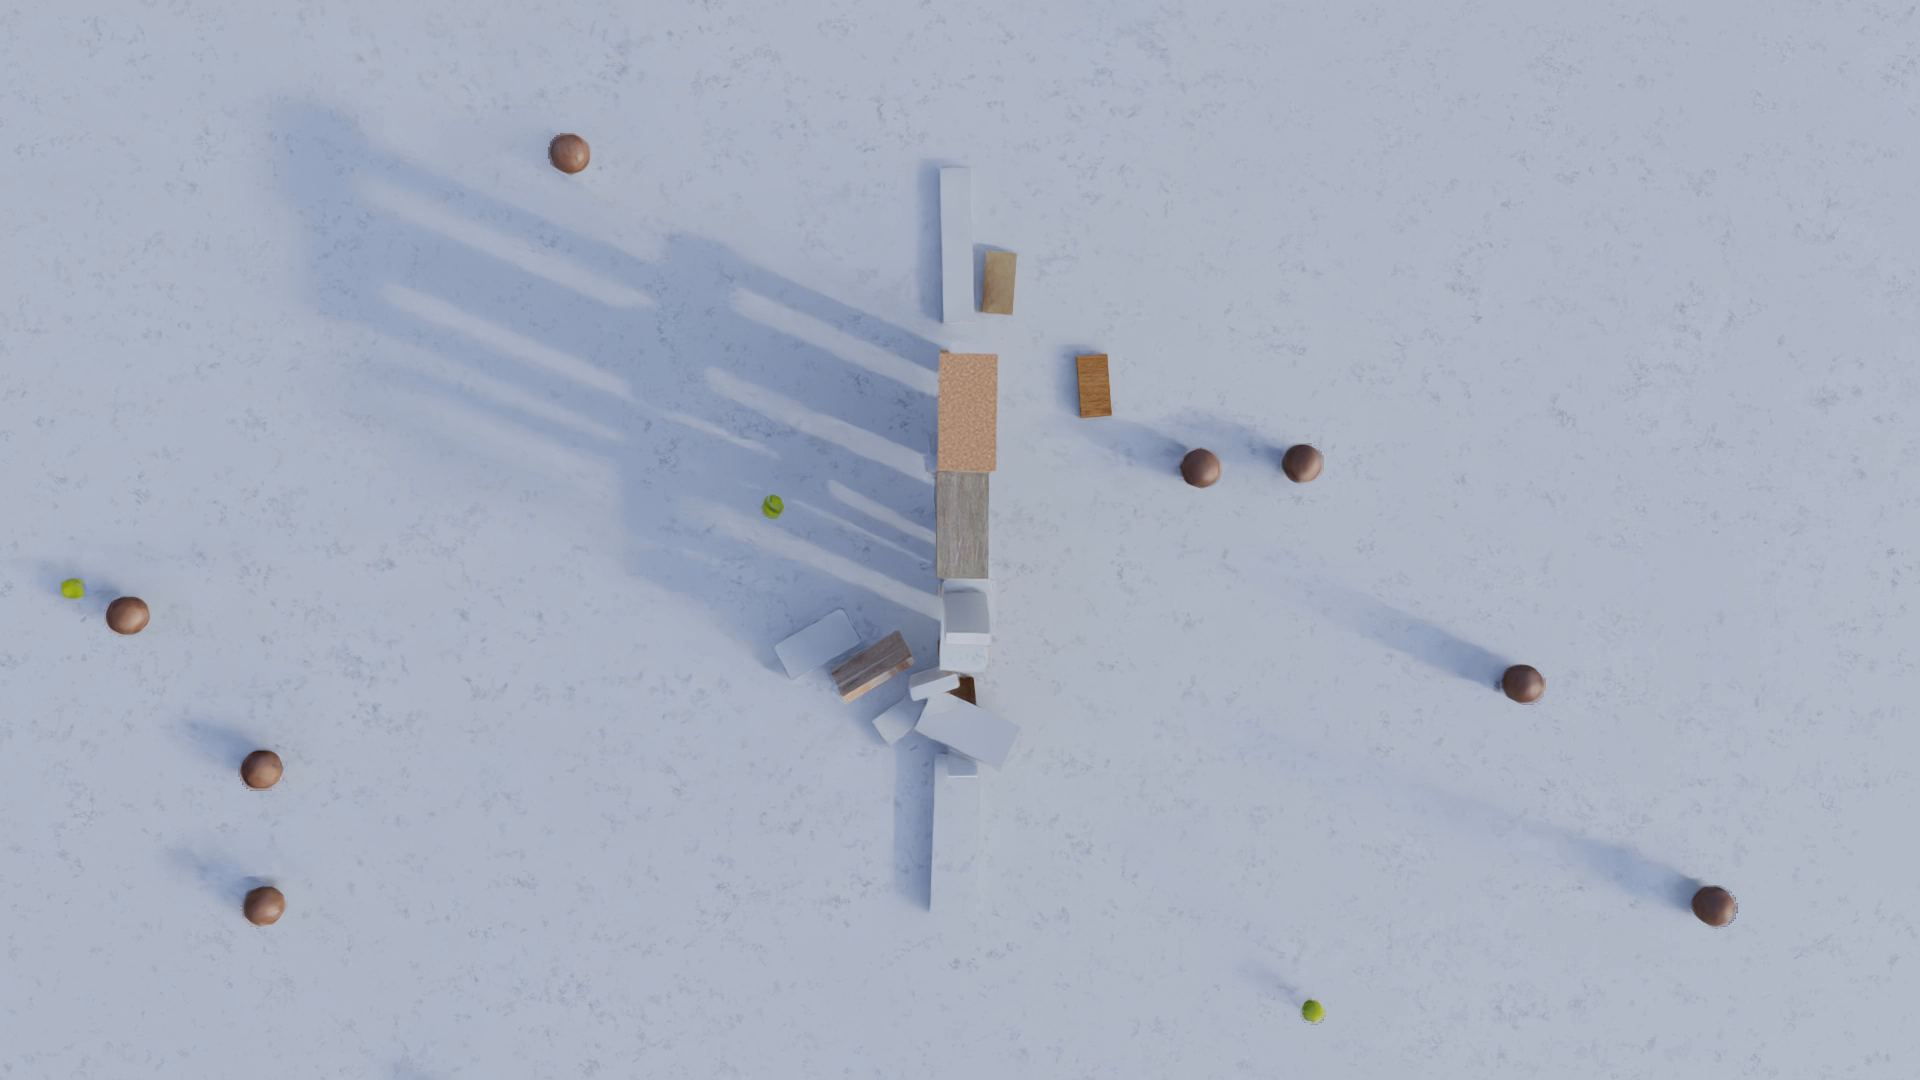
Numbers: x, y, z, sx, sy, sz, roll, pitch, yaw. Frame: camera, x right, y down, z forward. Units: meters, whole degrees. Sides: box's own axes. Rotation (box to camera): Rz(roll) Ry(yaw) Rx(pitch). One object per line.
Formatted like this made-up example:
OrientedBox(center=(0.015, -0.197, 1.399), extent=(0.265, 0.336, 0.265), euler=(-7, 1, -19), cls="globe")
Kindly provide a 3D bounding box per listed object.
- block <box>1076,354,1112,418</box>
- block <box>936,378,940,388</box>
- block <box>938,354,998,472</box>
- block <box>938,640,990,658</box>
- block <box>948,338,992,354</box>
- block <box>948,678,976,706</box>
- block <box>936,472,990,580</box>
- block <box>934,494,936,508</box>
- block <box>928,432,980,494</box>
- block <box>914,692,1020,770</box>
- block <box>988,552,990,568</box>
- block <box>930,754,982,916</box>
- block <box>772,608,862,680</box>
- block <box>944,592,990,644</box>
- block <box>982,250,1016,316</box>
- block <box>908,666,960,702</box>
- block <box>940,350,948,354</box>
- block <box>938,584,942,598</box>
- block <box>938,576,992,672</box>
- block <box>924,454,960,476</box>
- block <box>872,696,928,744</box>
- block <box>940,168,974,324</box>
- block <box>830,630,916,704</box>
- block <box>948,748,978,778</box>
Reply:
OrientedBox(center=(0.446, -0.511, 5.486), extent=(0.102, 0.029, 0.203), euler=(-4, 90, 0), cls="block")
OrientedBox(center=(0.010, -0.424, 5.006), extent=(0.169, 0.368, 0.048), euler=(44, 90, 0), cls="block")
OrientedBox(center=(0.023, -0.371, 4.798), extent=(0.169, 0.048, 0.338), euler=(1, 90, 0), cls="block")
OrientedBox(center=(0.010, 0.354, 5.348), extent=(0.149, 0.298, 0.042), euler=(-2, 90, -3), cls="block")
OrientedBox(center=(0.017, -0.491, 5.209), extent=(0.135, 0.038, 0.271), euler=(8, 90, 0), cls="block")
OrientedBox(center=(0.006, 0.554, 5.462), extent=(0.096, 0.027, 0.192), euler=(-4, 76, -2), cls="block")
OrientedBox(center=(0.007, -0.041, 4.829), extent=(0.154, 0.044, 0.309), euler=(0, 90, 0), cls="block")
OrientedBox(center=(0.000, -0.125, 5.006), extent=(0.154, 0.309, 0.044), euler=(-7, 90, 0), cls="block")
OrientedBox(center=(-0.010, -0.194, 5.182), extent=(0.149, 0.042, 0.297), euler=(-6, 90, 0), cls="block")
OrientedBox(center=(0.025, 0.620, 5.409), extent=(0.311, 0.044, 0.155), euler=(25, 77, 5), cls="block")
OrientedBox(center=(0.012, 0.061, 5.086), extent=(0.154, 0.471, 0.044), euler=(-2, 91, 0), cls="block")
OrientedBox(center=(-0.013, 0.978, 5.478), extent=(0.155, 0.044, 0.529), euler=(2, 90, 0), cls="block")
OrientedBox(center=(-0.473, 0.344, 5.481), extent=(0.264, 0.037, 0.132), euler=(-30, 92, 1), cls="block")
OrientedBox(center=(0.021, 0.236, 5.028), extent=(0.132, 0.264, 0.037), euler=(2, 116, -3), cls="block")
OrientedBox(center=(0.131, -0.854, 5.486), extent=(0.102, 0.029, 0.203), euler=(4, 90, 0), cls="block")
OrientedBox(center=(-0.082, 0.456, 5.343), extent=(0.155, 0.310, 0.044), euler=(-18, 93, 1), cls="block")
OrientedBox(center=(0.003, -0.576, 5.364), extent=(0.135, 0.271, 0.038), euler=(2, 88, 0), cls="block")
OrientedBox(center=(0.012, 0.168, 5.347), extent=(0.149, 0.298, 0.042), euler=(2, 88, -3), cls="block")
OrientedBox(center=(0.015, 0.261, 5.177), extent=(0.149, 0.042, 0.298), euler=(3, 90, -3), cls="block")
OrientedBox(center=(-0.021, -0.234, 4.991), extent=(0.169, 0.338, 0.048), euler=(-8, 90, 0), cls="block")
OrientedBox(center=(-0.186, 0.587, 5.486), extent=(0.192, 0.027, 0.096), euler=(-35, 90, 0), cls="block")
OrientedBox(center=(-0.010, -0.979, 5.486), extent=(0.102, 0.029, 0.513), euler=(-1, 90, 0), cls="block")
OrientedBox(center=(-0.288, 0.416, 5.441), extent=(0.264, 0.037, 0.132), euler=(-30, 47, 0), cls="block")
OrientedBox(center=(0.009, 0.688, 5.452), extent=(0.096, 0.027, 0.192), euler=(0, 69, -1), cls="block")
